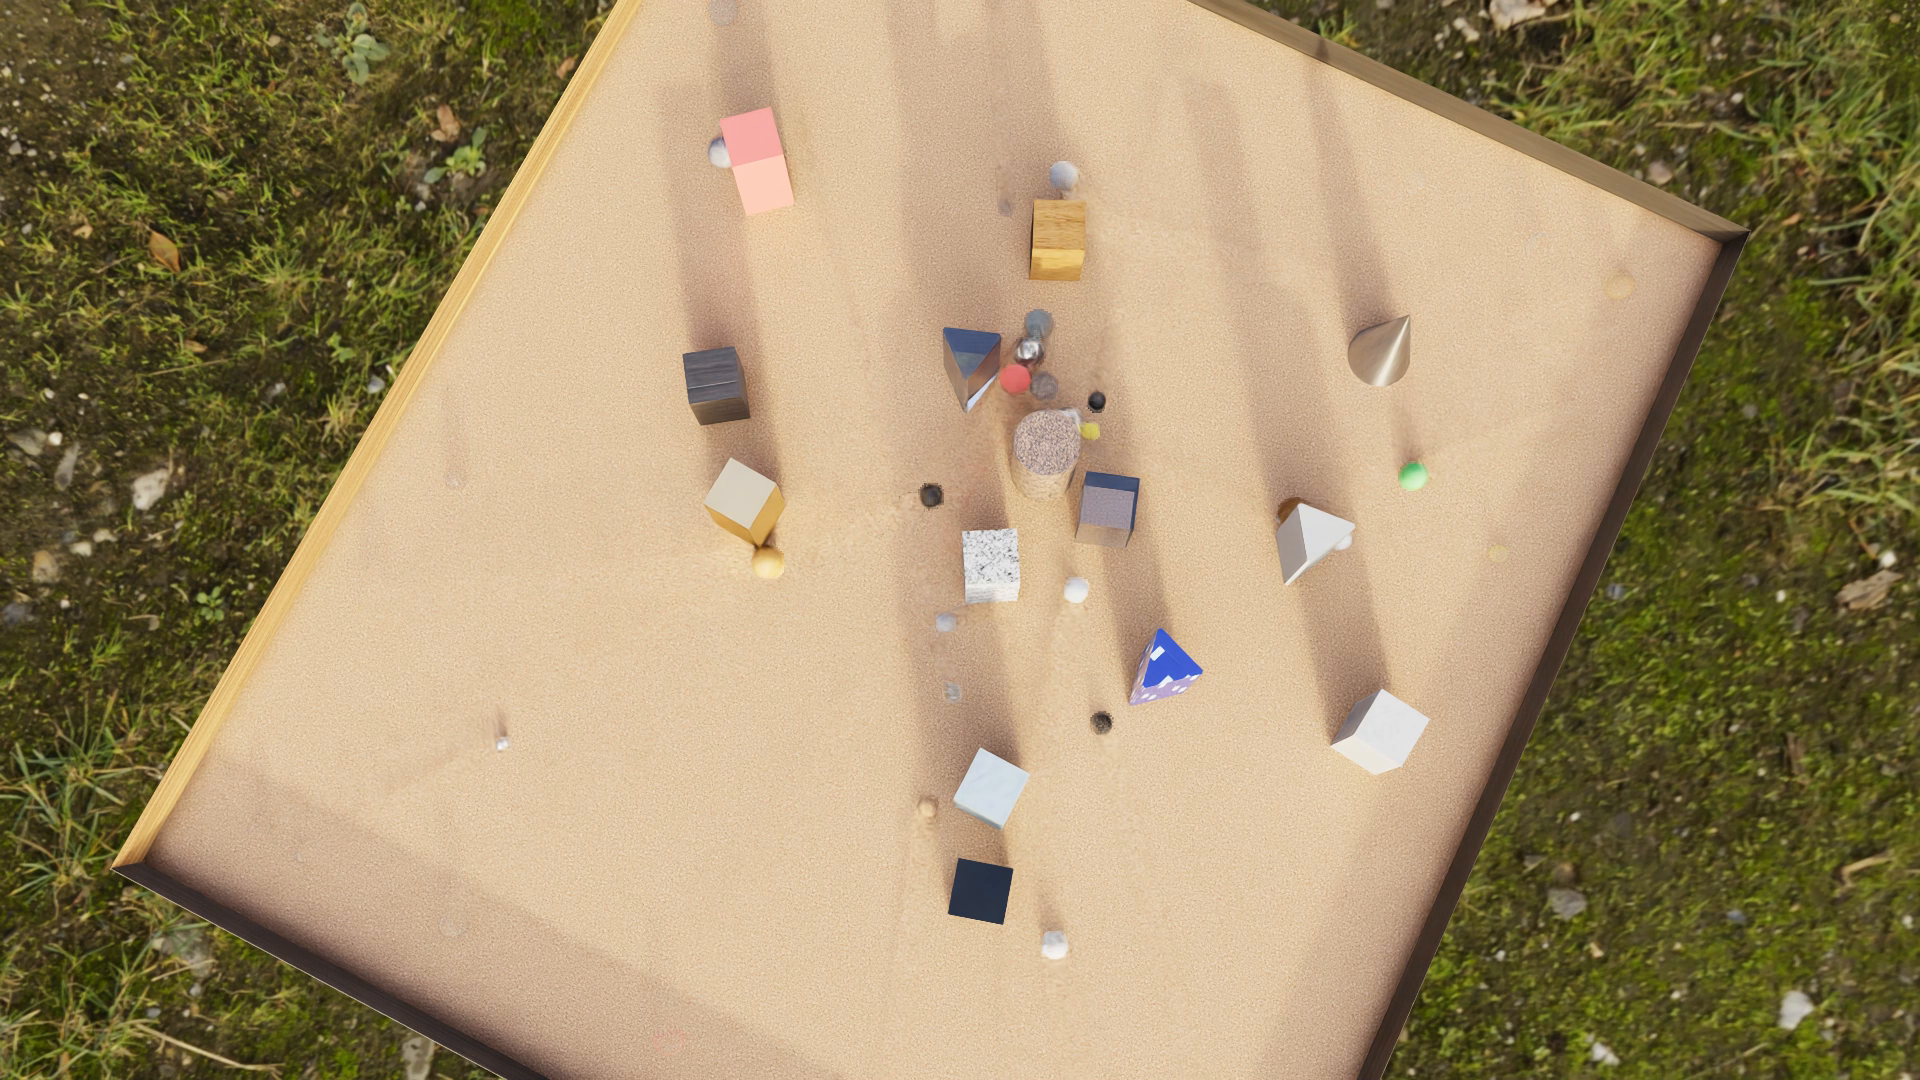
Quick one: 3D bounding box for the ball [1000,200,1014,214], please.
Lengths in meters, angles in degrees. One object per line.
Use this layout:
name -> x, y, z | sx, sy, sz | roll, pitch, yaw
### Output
ball -> 0.148, -1.054, 5.812 | 0.044, 0.044, 0.044 | 0, 78, 0

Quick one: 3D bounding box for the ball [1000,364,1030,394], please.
ball -> 0.171, -0.497, 5.671 | 0.094, 0.094, 0.094 | 0, 78, 0

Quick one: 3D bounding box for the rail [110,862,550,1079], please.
rail -> -0.870, 1.712, 5.196 | 3.520, 0.128, 0.045 | 26, 80, 5

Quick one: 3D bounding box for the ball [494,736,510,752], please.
ball -> -1.369, 0.611, 5.466 | 0.047, 0.047, 0.047 | 0, 78, 0

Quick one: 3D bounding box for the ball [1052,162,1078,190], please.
ball -> 0.332, -1.153, 5.811 | 0.086, 0.086, 0.086 | 0, 78, 0

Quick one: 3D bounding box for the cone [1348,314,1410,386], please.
cone -> 1.311, -0.617, 5.534 | 0.197, 0.413, 0.197 | 0, 78, 0

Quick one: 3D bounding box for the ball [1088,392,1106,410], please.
ball -> 0.425, -0.431, 5.677 | 0.057, 0.057, 0.057 | 0, 78, 0

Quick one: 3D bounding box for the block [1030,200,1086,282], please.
block -> 0.300, -0.924, 5.667 | 0.158, 0.275, 0.158 | 2, 78, 0

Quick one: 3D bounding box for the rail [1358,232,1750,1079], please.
rail -> 1.553, 0.767, 5.391 | 0.045, 0.128, 3.940 | 26, 80, 5

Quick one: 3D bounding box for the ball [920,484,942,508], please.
ball -> -0.088, -0.134, 5.608 | 0.071, 0.071, 0.071 | 0, 78, 0

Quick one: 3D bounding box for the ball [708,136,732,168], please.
ball -> -0.749, -1.232, 5.821 | 0.099, 0.099, 0.099 | 0, 78, 0

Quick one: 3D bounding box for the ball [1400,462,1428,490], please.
ball -> 1.393, -0.196, 5.614 | 0.084, 0.084, 0.084 | 0, 78, 0

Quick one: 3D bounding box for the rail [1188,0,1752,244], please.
rail -> 0.870, -1.698, 5.902 | 3.520, 0.128, 0.045 | 26, 80, 5

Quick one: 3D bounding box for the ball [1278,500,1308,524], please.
ball -> 1.020, -0.076, 5.583 | 0.097, 0.097, 0.097 | 0, 78, 0

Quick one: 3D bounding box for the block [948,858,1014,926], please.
block -> 0.058, 1.010, 5.256 | 0.158, 0.297, 0.158 | 11, 79, 2

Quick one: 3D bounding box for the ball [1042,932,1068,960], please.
ball -> 0.276, 1.181, 5.332 | 0.078, 0.078, 0.078 | 0, 78, 0

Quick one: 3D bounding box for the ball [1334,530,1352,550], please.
ball -> 1.153, -0.010, 5.576 | 0.083, 0.083, 0.083 | 0, 78, 0

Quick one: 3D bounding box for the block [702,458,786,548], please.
block -> -0.642, -0.106, 5.488 | 0.158, 0.295, 0.158 | 29, 80, 6

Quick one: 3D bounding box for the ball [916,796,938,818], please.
ball -> -0.096, 0.790, 5.421 | 0.062, 0.062, 0.062 | 0, 78, 0

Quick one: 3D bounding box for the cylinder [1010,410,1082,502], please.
cylinder -> 0.254, -0.249, 5.491 | 0.197, 0.346, 0.197 | 0, 78, 0

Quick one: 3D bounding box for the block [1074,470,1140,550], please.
block -> 0.439, -0.088, 5.492 | 0.158, 0.278, 0.158 | 8, 78, 2

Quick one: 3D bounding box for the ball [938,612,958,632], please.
ball -> -0.038, 0.249, 5.535 | 0.058, 0.058, 0.058 | 0, 78, 0

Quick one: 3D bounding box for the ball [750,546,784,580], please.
ball -> -0.585, 0.070, 5.552 | 0.098, 0.098, 0.098 | 0, 78, 0

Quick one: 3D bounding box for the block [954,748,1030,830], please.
block -> 0.089, 0.722, 5.276 | 0.158, 0.375, 0.158 | 27, 80, 5

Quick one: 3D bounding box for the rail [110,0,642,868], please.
rail -> -1.553, -0.754, 5.706 | 0.045, 0.128, 3.940 | 26, 80, 5

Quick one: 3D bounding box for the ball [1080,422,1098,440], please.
ball -> 0.400, -0.337, 5.658 | 0.055, 0.055, 0.055 | 0, 78, 0

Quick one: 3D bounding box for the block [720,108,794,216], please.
block -> -0.623, -1.165, 5.661 | 0.158, 0.385, 0.158 | -15, 79, -3

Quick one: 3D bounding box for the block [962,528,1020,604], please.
block -> 0.090, 0.080, 5.437 | 0.158, 0.318, 0.158 | -3, 78, -1

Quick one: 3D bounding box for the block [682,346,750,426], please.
block -> -0.741, -0.468, 5.587 | 0.158, 0.247, 0.158 | -9, 78, -2

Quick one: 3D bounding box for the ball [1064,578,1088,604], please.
ball -> 0.351, 0.153, 5.545 | 0.077, 0.077, 0.077 | 0, 78, 0

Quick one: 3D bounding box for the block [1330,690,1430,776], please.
block -> 1.216, 0.561, 5.327 | 0.158, 0.339, 0.158 | 33, 80, 6

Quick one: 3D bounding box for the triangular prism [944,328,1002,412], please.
triangular prism -> 0.010, -0.541, 5.544 | 0.148, 0.362, 0.171 | 36, 81, 7

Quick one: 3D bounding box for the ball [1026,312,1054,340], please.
ball -> 0.247, -0.668, 5.710 | 0.088, 0.088, 0.088 | 0, 78, 0

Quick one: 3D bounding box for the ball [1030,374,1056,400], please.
ball -> 0.257, -0.476, 5.674 | 0.080, 0.080, 0.080 | 0, 78, 0

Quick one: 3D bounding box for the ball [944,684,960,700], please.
ball -> -0.024, 0.457, 5.497 | 0.050, 0.050, 0.050 | 0, 78, 0

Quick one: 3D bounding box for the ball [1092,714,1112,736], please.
ball -> 0.423, 0.550, 5.470 | 0.064, 0.064, 0.064 | 0, 78, 0

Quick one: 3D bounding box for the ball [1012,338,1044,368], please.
ball -> 0.212, -0.581, 5.688 | 0.095, 0.095, 0.095 | 0, 78, 0

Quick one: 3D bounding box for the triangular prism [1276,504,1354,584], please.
triangular prism -> 1.016, -0.008, 5.423 | 0.171, 0.383, 0.148 | -37, 81, -7

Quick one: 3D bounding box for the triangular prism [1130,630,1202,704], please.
triangular prism -> 0.575, 0.361, 5.316 | 0.171, 0.442, 0.148 | -13, 79, -3

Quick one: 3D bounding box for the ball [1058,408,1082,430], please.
ball -> 0.333, -0.365, 5.647 | 0.088, 0.088, 0.088 | 0, 78, 0
